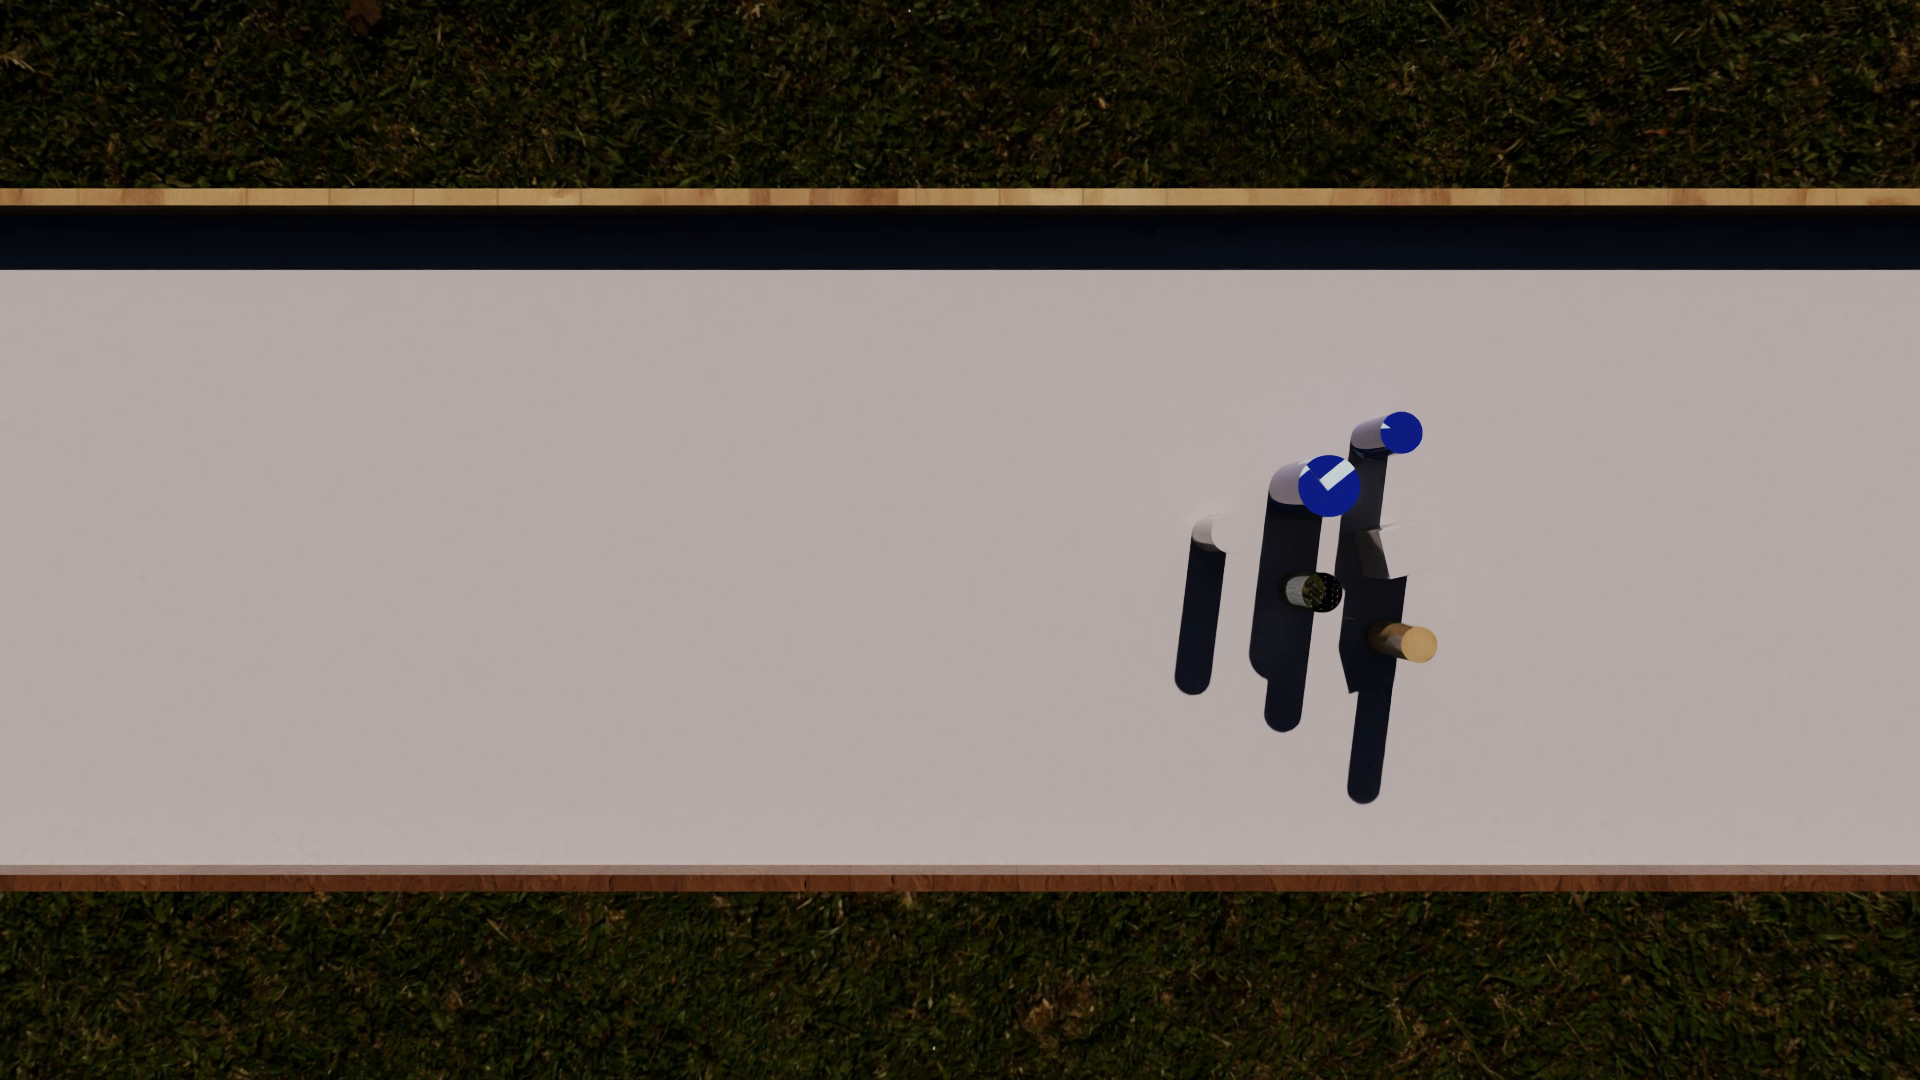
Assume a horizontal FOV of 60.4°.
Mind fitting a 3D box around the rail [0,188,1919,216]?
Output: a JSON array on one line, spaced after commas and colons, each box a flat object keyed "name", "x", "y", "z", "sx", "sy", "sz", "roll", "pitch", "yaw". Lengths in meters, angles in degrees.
[{"name": "rail", "x": -2.247, "y": -1.025, "z": 5.002, "sx": 12.000, "sy": 0.150, "sz": 0.050, "roll": 0, "pitch": 90, "yaw": 0}]

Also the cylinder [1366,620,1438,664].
[{"name": "cylinder", "x": 1.299, "y": 0.297, "z": 4.871, "sx": 0.104, "sy": 0.411, "sz": 0.104, "roll": 0, "pitch": 90, "yaw": 0}]

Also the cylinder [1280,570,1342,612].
[{"name": "cylinder", "x": 1.041, "y": 0.151, "z": 4.907, "sx": 0.116, "sy": 0.339, "sz": 0.116, "roll": 0, "pitch": 90, "yaw": 0}]

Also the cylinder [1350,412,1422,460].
[{"name": "cylinder", "x": 1.263, "y": -0.307, "z": 4.896, "sx": 0.122, "sy": 0.360, "sz": 0.122, "roll": 0, "pitch": 90, "yaw": 0}]

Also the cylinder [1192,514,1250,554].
[{"name": "cylinder", "x": 0.770, "y": -0.019, "z": 4.882, "sx": 0.114, "sy": 0.389, "sz": 0.114, "roll": 0, "pitch": 90, "yaw": 0}]

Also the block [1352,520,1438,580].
[{"name": "block", "x": 1.294, "y": 0.028, "z": 4.918, "sx": 0.143, "sy": 0.318, "sz": 0.143, "roll": -13, "pitch": 90, "yaw": 0}]

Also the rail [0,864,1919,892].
[{"name": "rail", "x": -2.247, "y": 1.025, "z": 5.001, "sx": 12.000, "sy": 0.150, "sz": 0.050, "roll": 0, "pitch": 90, "yaw": 0}]

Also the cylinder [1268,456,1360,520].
[{"name": "cylinder", "x": 1.038, "y": -0.152, "z": 4.856, "sx": 0.175, "sy": 0.441, "sz": 0.175, "roll": 0, "pitch": 90, "yaw": 0}]
